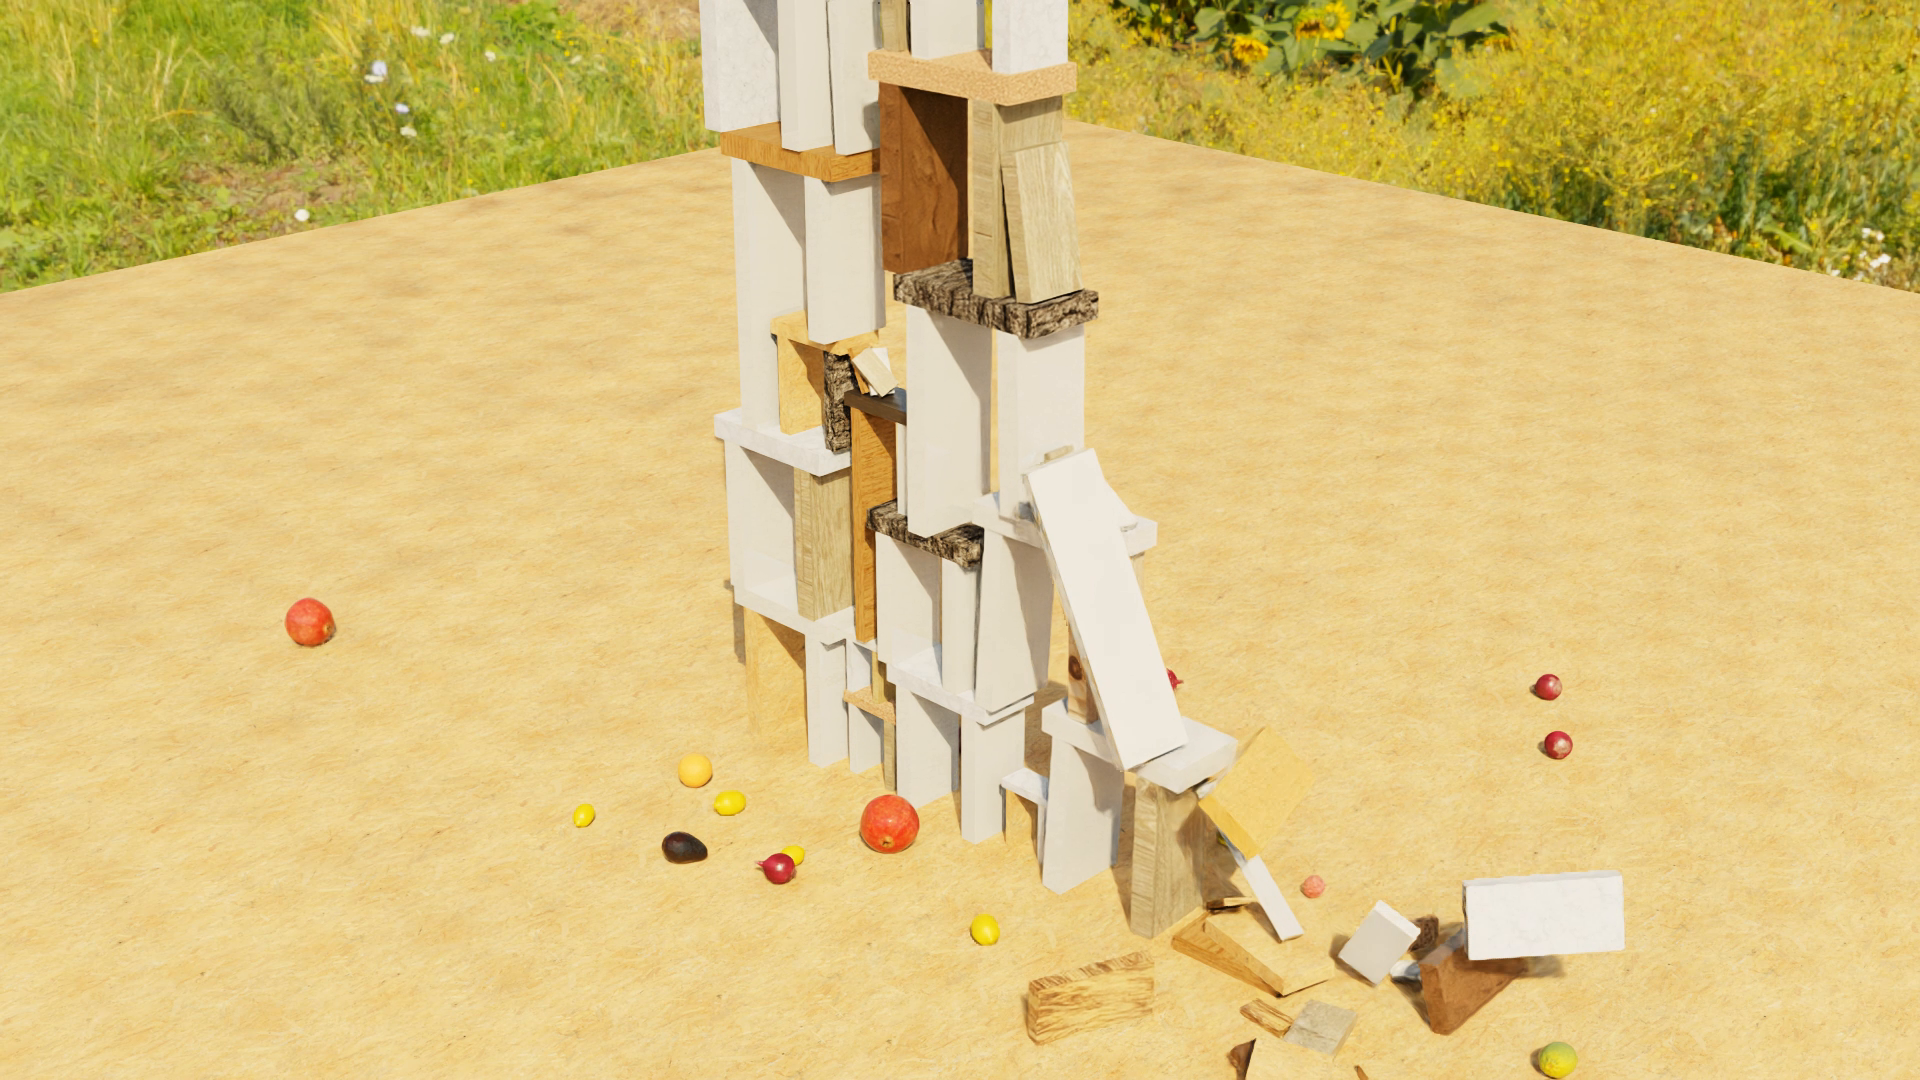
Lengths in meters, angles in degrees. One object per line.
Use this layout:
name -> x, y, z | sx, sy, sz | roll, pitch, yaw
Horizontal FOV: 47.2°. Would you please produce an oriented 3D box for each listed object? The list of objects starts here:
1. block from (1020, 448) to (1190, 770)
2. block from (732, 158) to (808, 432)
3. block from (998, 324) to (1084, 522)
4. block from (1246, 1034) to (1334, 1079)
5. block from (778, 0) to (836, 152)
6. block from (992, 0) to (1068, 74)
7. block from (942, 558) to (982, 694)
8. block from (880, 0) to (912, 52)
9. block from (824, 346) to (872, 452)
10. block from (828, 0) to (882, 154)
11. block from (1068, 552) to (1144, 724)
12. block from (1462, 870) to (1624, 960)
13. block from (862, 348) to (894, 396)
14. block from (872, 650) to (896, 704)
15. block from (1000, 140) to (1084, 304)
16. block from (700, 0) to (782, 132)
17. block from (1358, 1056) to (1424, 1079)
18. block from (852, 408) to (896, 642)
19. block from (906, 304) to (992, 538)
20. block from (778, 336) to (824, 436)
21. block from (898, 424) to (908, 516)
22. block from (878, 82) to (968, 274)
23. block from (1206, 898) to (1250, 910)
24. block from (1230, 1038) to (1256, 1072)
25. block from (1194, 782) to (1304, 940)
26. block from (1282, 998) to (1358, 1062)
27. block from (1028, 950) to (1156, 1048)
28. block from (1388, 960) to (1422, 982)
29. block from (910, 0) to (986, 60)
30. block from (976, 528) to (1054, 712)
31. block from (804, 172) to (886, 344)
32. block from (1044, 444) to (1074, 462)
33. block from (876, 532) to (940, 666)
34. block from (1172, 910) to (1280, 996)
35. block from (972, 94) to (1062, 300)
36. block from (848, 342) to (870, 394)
block -> 0.254, 0.121, 3.841 | 0.130, 0.553, 0.037 | -22, 10, -16
block -> -0.371, -0.503, 4.411 | 0.046, 0.556, 0.161 | 21, 31, 41
block -> 0.148, -0.225, 3.965 | 0.174, 0.347, 0.049 | -21, 29, -40
block -> 0.514, 0.906, 3.528 | 0.128, 0.036, 0.256 | 14, 31, 12
block -> -0.257, -0.914, 4.109 | 0.172, 0.344, 0.049 | -21, 31, -41
block -> 0.119, -0.946, 3.710 | 0.042, 0.293, 0.147 | 19, 30, 40
block -> 0.030, 0.148, 4.254 | 0.139, 0.277, 0.039 | -21, 31, -40
block -> -0.095, -0.981, 3.909 | 0.029, 0.206, 0.103 | 13, 26, 42
block -> -0.220, -0.285, 4.348 | 0.103, 0.205, 0.029 | -21, 31, -41
block -> -0.192, -0.924, 4.042 | 0.029, 0.415, 0.103 | 18, 29, 42
block -> 0.267, 0.163, 4.010 | 0.044, 0.314, 0.157 | 20, 30, 41
block -> 0.973, 0.626, 3.673 | 0.256, 0.128, 0.036 | -4, 10, 2
block -> -0.158, -0.326, 4.261 | 0.046, 0.092, 0.013 | -7, -9, -17
block -> -0.152, 0.273, 4.500 | 0.017, 0.117, 0.058 | 21, 31, 41
block -> 0.143, -0.554, 3.833 | 0.130, 0.261, 0.037 | -21, 21, -40
block -> -0.419, -0.977, 4.259 | 0.172, 0.344, 0.049 | -21, 31, -41
block -> 0.767, 0.971, 3.441 | 0.086, 0.024, 0.506 | -6, 24, -14
block -> -0.169, -0.038, 4.400 | 0.027, 0.501, 0.094 | 21, 31, 41
block -> -0.020, -0.241, 4.141 | 0.174, 0.450, 0.049 | -21, 31, -40
block -> -0.317, -0.323, 4.437 | 0.029, 0.205, 0.103 | 21, 31, 41
block -> -0.079, -0.148, 4.258 | 0.027, 0.187, 0.094 | 20, 30, 38
block -> -0.064, -0.673, 4.015 | 0.172, 0.345, 0.049 | -21, 30, -40
block -> 0.488, 0.664, 4.016 | 0.046, 0.013, 0.192 | -2, -12, -4
block -> 0.503, 0.876, 3.636 | 0.056, 0.016, 0.113 | -13, 40, -27
block -> 0.520, 0.576, 3.960 | 0.056, 0.016, 0.318 | 4, 51, -52
block -> 0.605, 0.845, 3.737 | 0.086, 0.024, 0.172 | 12, 26, 26
block -> 0.226, 0.784, 3.767 | 0.226, 0.113, 0.032 | -10, 25, -23
block -> 0.811, 0.770, 3.930 | 0.092, 0.013, 0.046 | -3, 23, -7
block -> -0.021, -0.998, 3.838 | 0.042, 0.293, 0.147 | 19, 29, 39
block -> 0.108, 0.130, 4.172 | 0.044, 0.375, 0.157 | 25, 33, 38
block -> -0.219, -0.552, 4.225 | 0.161, 0.322, 0.046 | -21, 31, -41
block -> 0.192, -0.107, 3.980 | 0.060, 0.120, 0.017 | -21, 11, -40
block -> -0.103, 0.097, 4.375 | 0.039, 0.277, 0.139 | 19, 30, 38
block -> 0.509, 0.743, 3.968 | 0.226, 0.032, 0.113 | 19, 30, 38
block -> 0.101, -0.612, 3.865 | 0.172, 0.345, 0.049 | -21, 30, -40
block -> -0.184, -0.334, 4.275 | 0.046, 0.092, 0.013 | -21, 5, -41
